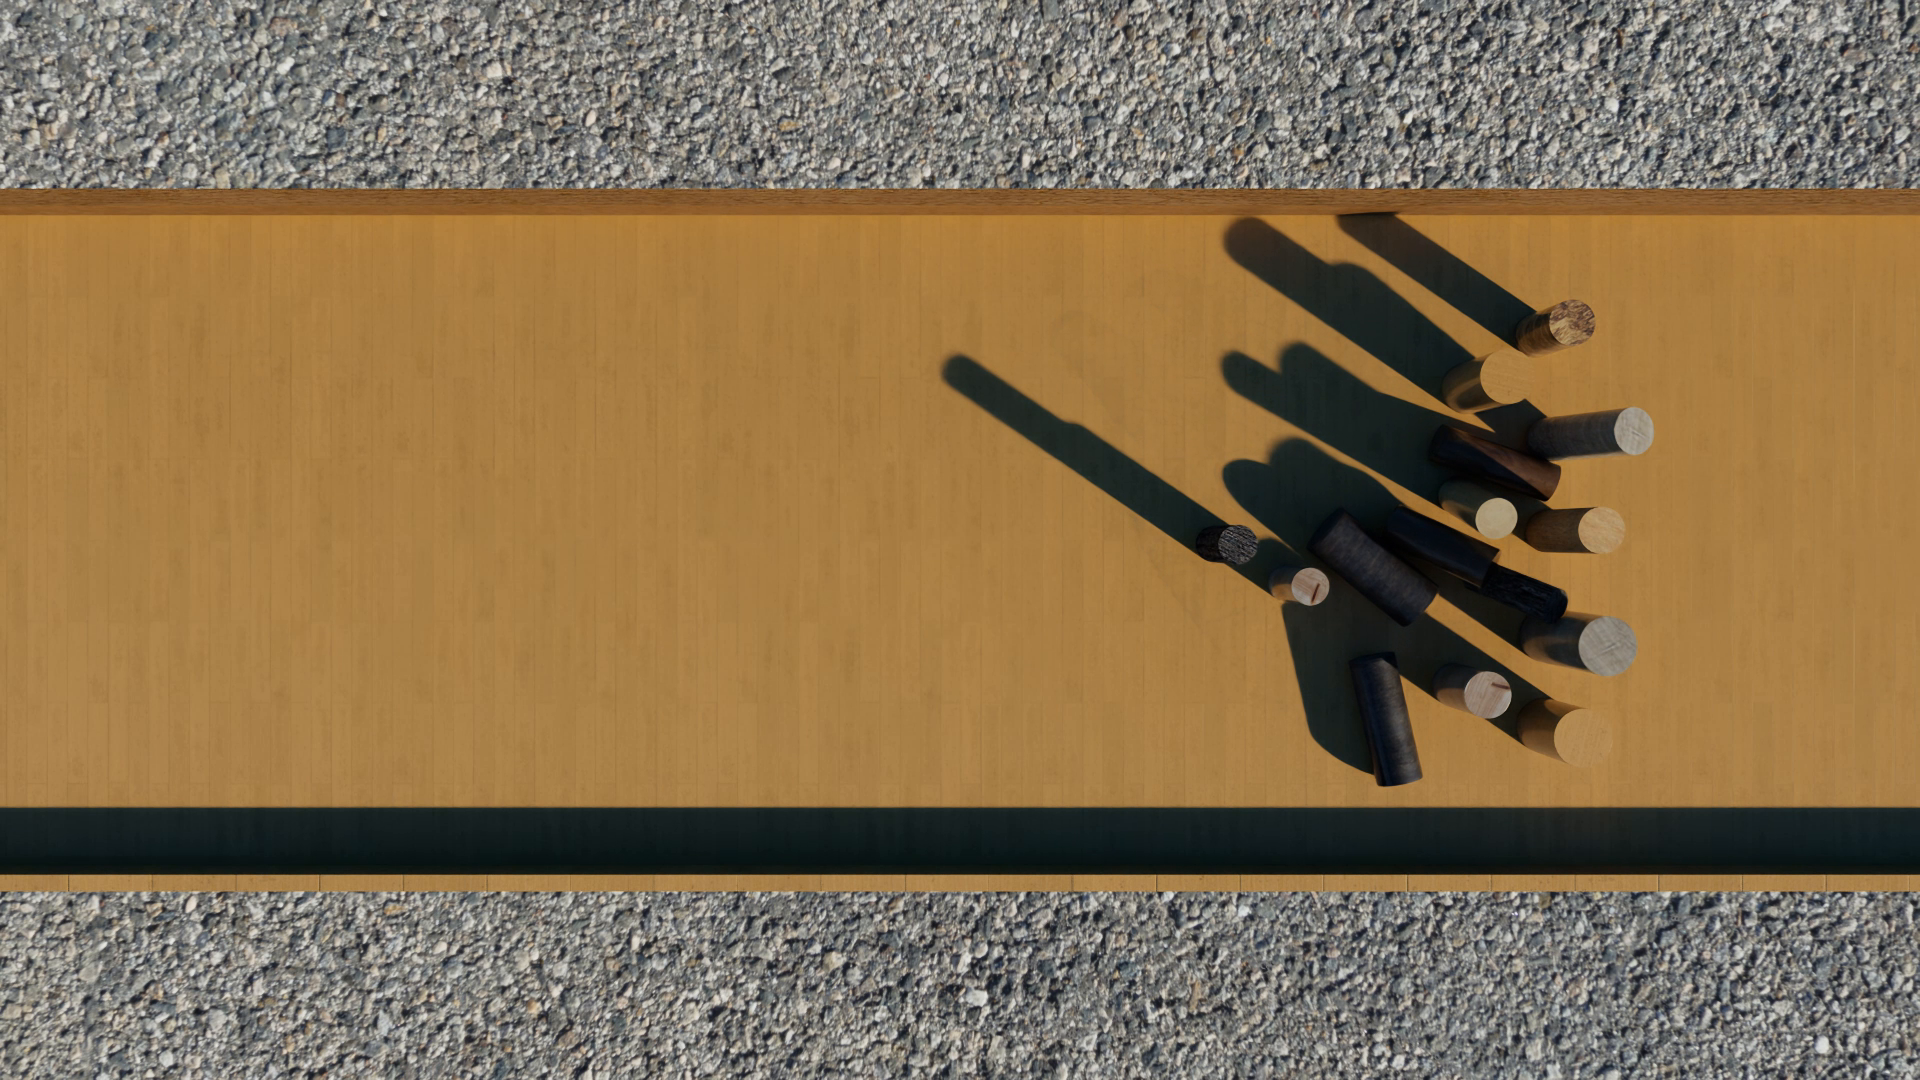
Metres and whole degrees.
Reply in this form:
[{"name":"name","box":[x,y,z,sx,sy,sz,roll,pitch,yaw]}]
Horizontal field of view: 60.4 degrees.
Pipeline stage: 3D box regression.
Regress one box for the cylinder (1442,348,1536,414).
[{"name":"cylinder","box":[1.560,-0.466,4.885,0.158,0.382,0.158,0,90,0]}]

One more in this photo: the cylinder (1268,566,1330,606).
[{"name":"cylinder","box":[0.999,0.133,4.890,0.108,0.373,0.108,0,90,0]}]

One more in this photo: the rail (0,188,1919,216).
[{"name":"rail","box":[-2.247,-1.025,5.002,12.000,0.150,0.050,0,90,0]}]

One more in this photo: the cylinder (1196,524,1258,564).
[{"name":"cylinder","box":[0.781,0.013,4.854,0.111,0.446,0.111,0,90,0]}]

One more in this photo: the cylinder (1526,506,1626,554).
[{"name":"cylinder","box":[1.806,-0.027,4.859,0.132,0.436,0.132,0,90,0]}]

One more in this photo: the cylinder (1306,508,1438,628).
[{"name":"cylinder","box":[1.248,0.082,4.994,0.374,0.164,0.164,39,90,0]}]

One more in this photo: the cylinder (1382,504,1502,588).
[{"name":"cylinder","box":[1.443,0.018,4.951,0.325,0.127,0.127,28,90,25]}]

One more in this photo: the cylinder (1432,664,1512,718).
[{"name":"cylinder","box":[1.520,0.446,4.913,0.136,0.326,0.136,0,90,0]}]

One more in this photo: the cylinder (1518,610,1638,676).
[{"name":"cylinder","box":[1.810,0.296,4.851,0.168,0.445,0.168,0,91,-2]}]

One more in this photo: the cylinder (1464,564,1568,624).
[{"name":"cylinder","box":[1.656,0.149,4.924,0.105,0.302,0.105,-12,113,-29]}]

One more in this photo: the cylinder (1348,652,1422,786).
[{"name":"cylinder","box":[1.292,0.543,5.007,0.140,0.140,0.385,-13,90,0]}]

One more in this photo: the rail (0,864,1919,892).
[{"name":"rail","box":[-2.247,1.025,5.001,12.000,0.150,0.050,0,90,0]}]

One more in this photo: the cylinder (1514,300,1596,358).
[{"name":"cylinder","box":[1.769,-0.628,4.921,0.134,0.312,0.134,0,90,0]}]

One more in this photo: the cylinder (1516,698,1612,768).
[{"name":"cylinder","box":[1.795,0.571,4.913,0.170,0.327,0.170,0,90,0]}]

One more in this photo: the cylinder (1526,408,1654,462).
[{"name":"cylinder","box":[1.853,-0.308,4.866,0.136,0.398,0.136,0,90,-17]}]

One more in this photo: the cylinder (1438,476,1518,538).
[{"name":"cylinder","box":[1.528,-0.100,4.881,0.119,0.374,0.119,0,102,0]}]

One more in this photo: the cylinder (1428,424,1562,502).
[{"name":"cylinder","box":[1.625,-0.235,5.017,0.372,0.119,0.119,20,90,0]}]
